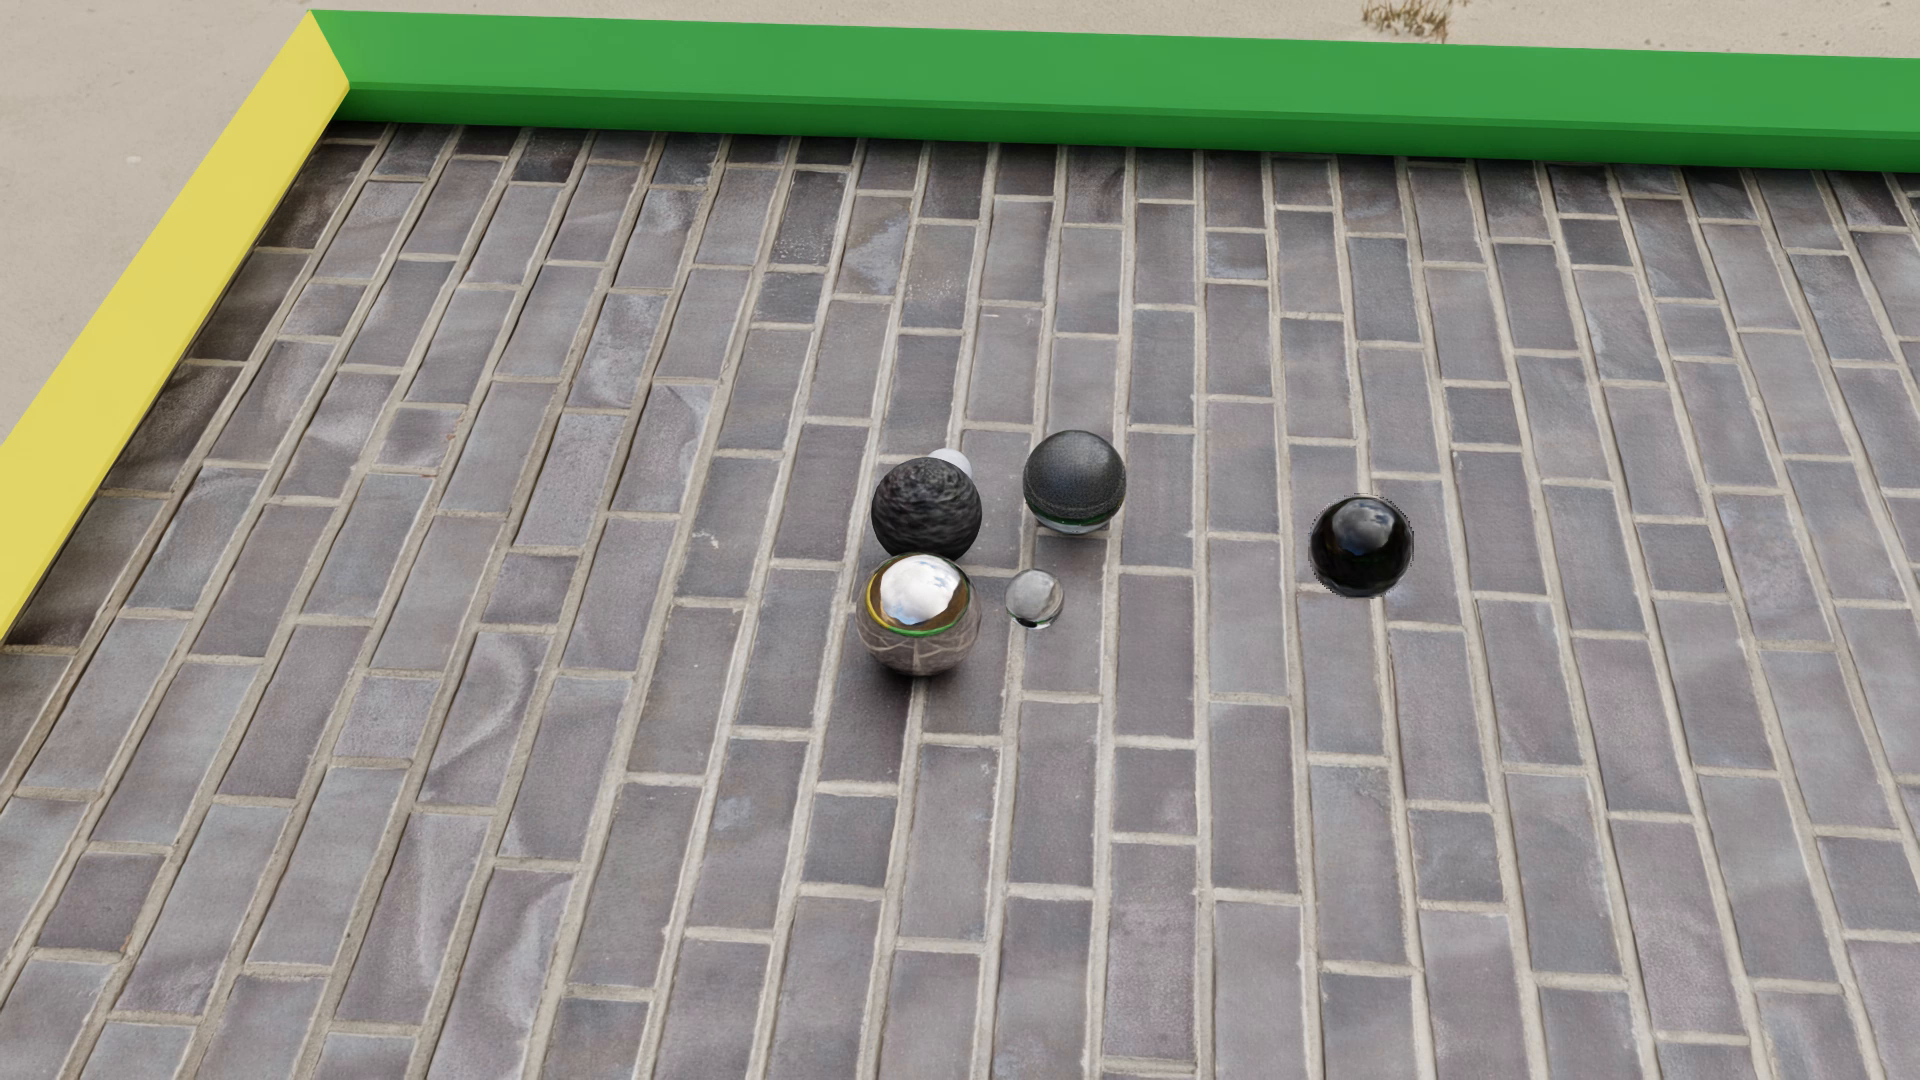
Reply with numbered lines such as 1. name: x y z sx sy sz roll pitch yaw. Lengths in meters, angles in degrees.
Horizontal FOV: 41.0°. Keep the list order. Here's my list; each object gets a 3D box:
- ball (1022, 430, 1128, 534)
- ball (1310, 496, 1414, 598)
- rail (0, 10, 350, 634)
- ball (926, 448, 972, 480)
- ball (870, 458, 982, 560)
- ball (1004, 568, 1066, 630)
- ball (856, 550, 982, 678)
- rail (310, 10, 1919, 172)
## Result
1. ball: 0.088 -0.045 1.968 0.081 0.081 0.081 0 35 0
2. ball: 0.297 0.005 1.901 0.076 0.076 0.076 0 35 0
3. rail: -0.672 -0.049 1.942 0.045 0.117 1.485 2 35 4
4. ball: -0.011 -0.051 2.012 0.042 0.042 0.042 0 35 0
5. ball: -0.025 -0.020 1.930 0.084 0.084 0.084 0 35 0
6. ball: 0.055 0.043 1.874 0.045 0.045 0.045 0 35 0
7. ball: -0.029 0.052 1.820 0.090 0.090 0.090 0 35 0
8. rail: 0.749 -0.400 2.446 2.790 0.117 0.045 2 35 4
